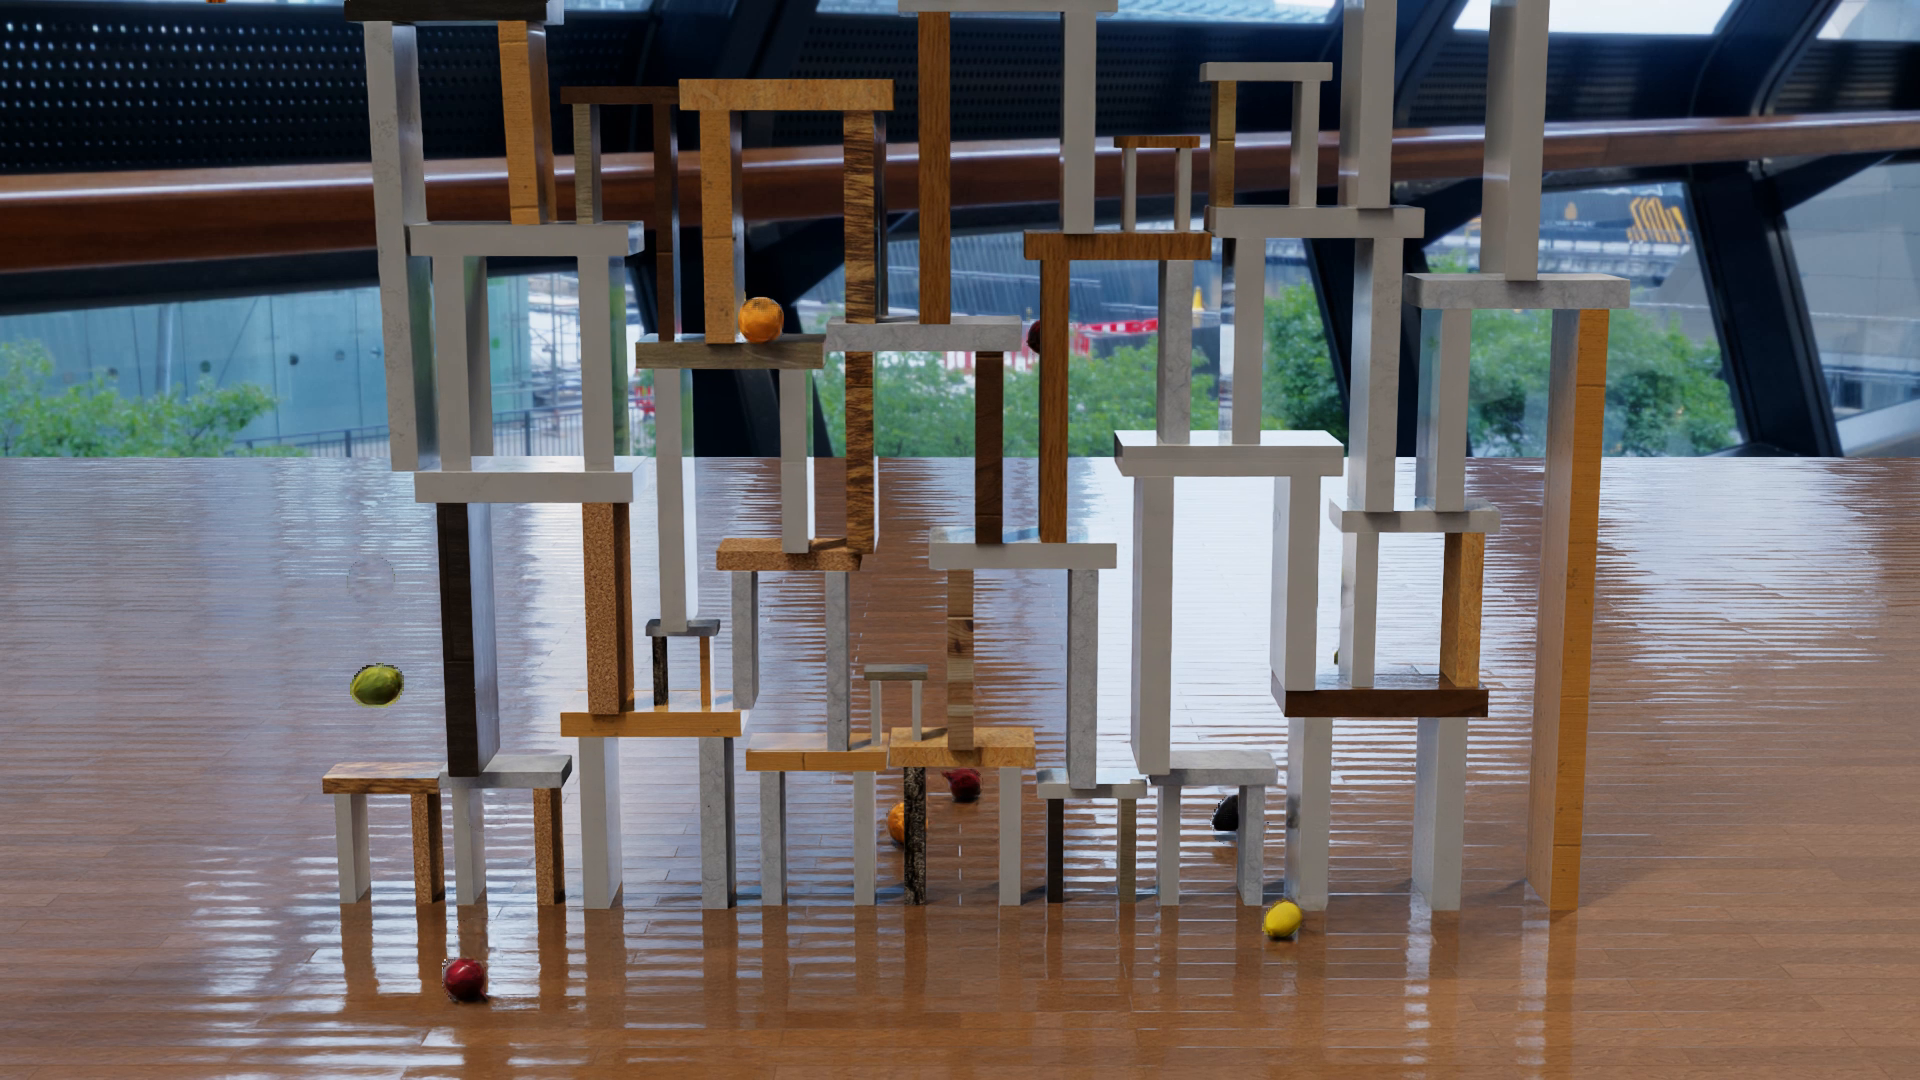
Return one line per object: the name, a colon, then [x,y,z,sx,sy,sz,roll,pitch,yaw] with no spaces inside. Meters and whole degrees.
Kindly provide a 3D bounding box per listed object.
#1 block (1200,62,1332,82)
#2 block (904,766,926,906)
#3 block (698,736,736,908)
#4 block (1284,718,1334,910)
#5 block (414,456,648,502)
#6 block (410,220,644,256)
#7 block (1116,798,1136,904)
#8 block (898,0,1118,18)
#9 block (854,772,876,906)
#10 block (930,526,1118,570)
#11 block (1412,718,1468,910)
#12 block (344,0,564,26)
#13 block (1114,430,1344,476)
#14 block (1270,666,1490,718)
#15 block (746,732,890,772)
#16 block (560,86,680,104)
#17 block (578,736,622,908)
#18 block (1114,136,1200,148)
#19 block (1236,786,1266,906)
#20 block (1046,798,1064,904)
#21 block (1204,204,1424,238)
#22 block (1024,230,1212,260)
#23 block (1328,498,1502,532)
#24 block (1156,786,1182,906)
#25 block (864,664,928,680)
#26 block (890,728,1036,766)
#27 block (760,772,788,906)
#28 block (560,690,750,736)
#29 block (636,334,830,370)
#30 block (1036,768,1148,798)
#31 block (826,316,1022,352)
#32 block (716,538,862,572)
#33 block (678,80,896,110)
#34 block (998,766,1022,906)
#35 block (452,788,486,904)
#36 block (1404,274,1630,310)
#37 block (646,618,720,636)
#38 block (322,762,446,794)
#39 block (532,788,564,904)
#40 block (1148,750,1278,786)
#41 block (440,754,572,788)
block: [0.475,-0.728,3.420,0.193,0.027,0.096,0,11,0]
block: [-0.075,0.474,3.650,0.033,0.236,0.118,0,11,0]
block: [-0.401,0.447,3.642,0.041,0.291,0.145,0,11,0]
block: [0.576,0.430,3.638,0.046,0.326,0.163,0,11,0]
block: [-0.686,-0.099,3.543,0.344,0.049,0.172,0,11,0]
block: [-0.680,-0.477,3.475,0.337,0.048,0.168,0,11,0]
block: [0.276,0.502,3.652,0.025,0.179,0.090,0,11,0]
block: [0.072,-0.838,3.405,0.333,0.047,0.166,0,11,0]
block: [-0.157,0.477,3.649,0.032,0.229,0.114,0,11,0]
block: [0.100,0.012,3.561,0.298,0.042,0.149,0,11,0]
block: [0.793,0.430,3.638,0.046,0.326,0.163,0,11,0]
block: [-0.780,-0.823,3.407,0.306,0.043,0.153,0,11,0]
block: [0.427,-0.139,3.528,0.346,0.049,0.173,0,11,-1]
block: [0.684,0.247,3.604,0.326,0.046,0.163,0,11,0]
block: [-0.233,0.349,3.625,0.229,0.032,0.114,0,11,0]
block: [-0.523,-0.693,3.428,0.184,0.026,0.092,0,11,0]
block: [-0.595,0.447,3.642,0.041,0.291,0.145,0,11,0]
block: [0.308,-0.624,3.446,0.130,0.018,0.065,0,11,0]
block: [0.482,0.490,3.646,0.029,0.205,0.103,0,11,0]
block: [0.157,0.502,3.652,0.025,0.179,0.090,0,11,0]
block: [0.554,-0.503,3.464,0.321,0.046,0.161,0,11,-1]
block: [0.245,-0.466,3.469,0.287,0.041,0.144,0,11,0]
block: [0.732,-0.041,3.549,0.252,0.036,0.126,0,11,0]
block: [0.345,0.490,3.645,0.029,0.205,0.103,0,11,0]
block: [-0.105,0.217,3.602,0.103,0.015,0.051,0,11,0]
block: [0.004,0.341,3.626,0.236,0.033,0.118,0,11,0]
block: [-0.309,0.477,3.649,0.032,0.229,0.114,0,11,0]
block: [-0.498,0.284,3.612,0.291,0.041,0.145,0,11,0]
block: [-0.360,-0.301,3.507,0.293,0.042,0.147,0,11,0]
block: [0.216,0.402,3.633,0.179,0.025,0.090,0,11,0]
block: [-0.056,-0.328,3.494,0.304,0.043,0.152,0,11,0]
block: [-0.275,0.023,3.567,0.228,0.032,0.114,0,11,0]
block: [-0.265,-0.694,3.431,0.326,0.046,0.163,0,11,0]
block: [0.083,0.474,3.650,0.033,0.236,0.118,0,11,0]
block: [-0.814,0.493,3.647,0.028,0.199,0.099,0,11,0]
block: [0.879,-0.395,3.488,0.320,0.045,0.160,0,11,0]
block: [-0.451,0.143,3.585,0.115,0.016,0.058,0,11,-1]
block: [-0.946,0.393,3.633,0.187,0.027,0.094,0,11,0]
block: [-0.681,0.493,3.647,0.028,0.199,0.099,0,11,0]
block: [0.413,0.375,3.621,0.205,0.029,0.103,0,11,0]
block: [-0.748,0.381,3.626,0.199,0.028,0.099,0,11,0]
